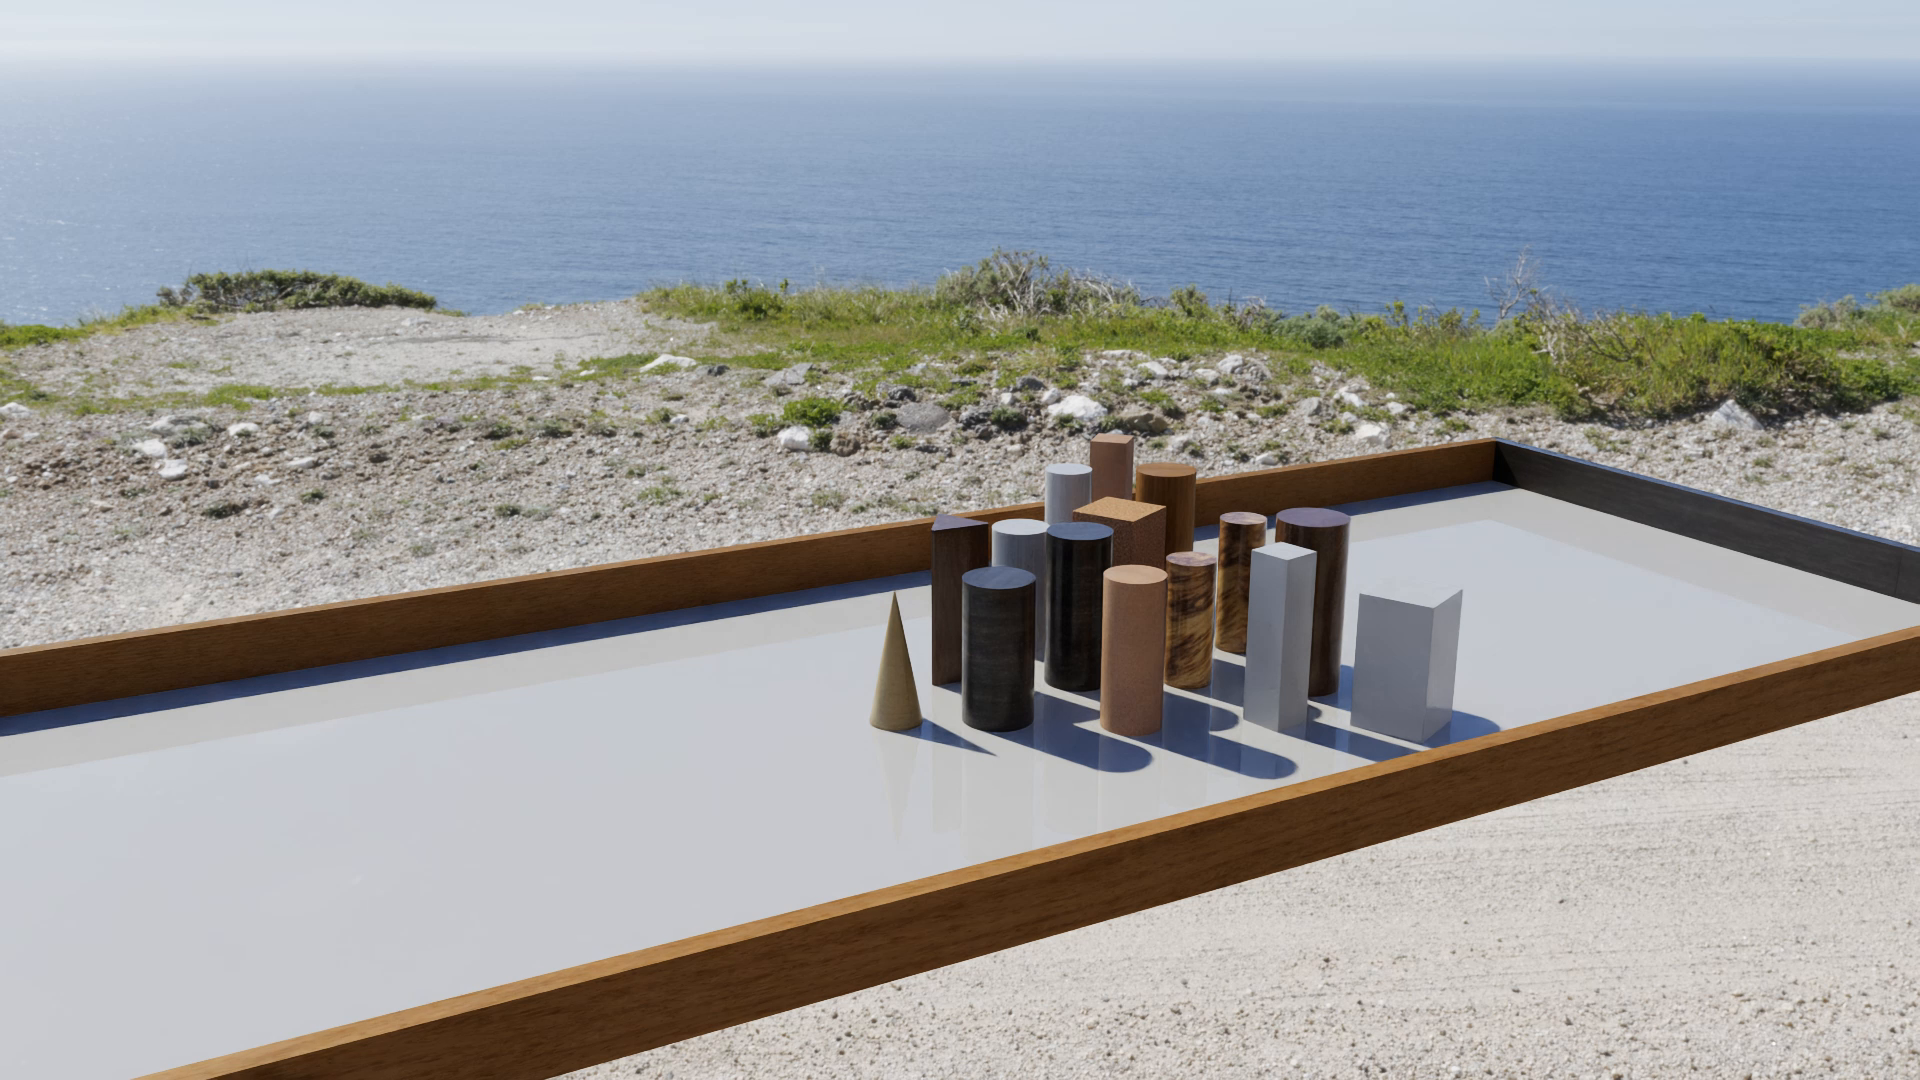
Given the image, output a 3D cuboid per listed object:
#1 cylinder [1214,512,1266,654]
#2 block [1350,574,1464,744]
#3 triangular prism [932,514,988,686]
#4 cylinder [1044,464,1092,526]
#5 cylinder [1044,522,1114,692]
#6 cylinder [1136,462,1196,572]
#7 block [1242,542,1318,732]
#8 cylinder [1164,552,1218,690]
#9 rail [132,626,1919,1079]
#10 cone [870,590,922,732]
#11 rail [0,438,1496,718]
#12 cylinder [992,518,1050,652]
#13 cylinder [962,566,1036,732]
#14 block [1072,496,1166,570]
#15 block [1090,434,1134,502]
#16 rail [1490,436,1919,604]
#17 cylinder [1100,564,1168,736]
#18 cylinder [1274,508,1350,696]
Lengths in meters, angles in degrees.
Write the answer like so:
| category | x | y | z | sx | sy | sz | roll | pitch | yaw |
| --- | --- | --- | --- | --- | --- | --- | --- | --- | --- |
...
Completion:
| category | x | y | z | sx | sy | sz | roll | pitch | yaw |
| --- | --- | --- | --- | --- | --- | --- | --- | --- | --- |
| cylinder | 0.738 | 0.112 | 4.346 | 0.121 | 0.353 | 0.121 | 0 | 16 | 0 |
| block | 1.040 | 0.274 | 3.845 | 0.177 | 0.326 | 0.177 | 12 | 20 | 35 |
| triangular prism | -0.025 | 0.144 | 4.148 | 0.151 | 0.404 | 0.131 | -7 | 18 | -23 |
| cylinder | 0.298 | 0.007 | 4.582 | 0.129 | 0.422 | 0.129 | 0 | 16 | 0 |
| cylinder | 0.294 | 0.165 | 4.101 | 0.165 | 0.391 | 0.165 | 0 | 16 | 0 |
| cylinder | 0.567 | 0.006 | 4.593 | 0.165 | 0.417 | 0.165 | 0 | 16 | 0 |
| block | 0.744 | 0.226 | 3.844 | 0.105 | 0.419 | 0.105 | -13 | 21 | -38 |
| cylinder | 0.570 | 0.200 | 4.107 | 0.125 | 0.320 | 0.125 | 0 | 16 | 0 |
| rail | -2.336 | 1.006 | 1.665 | 12.000 | 0.150 | 0.050 | -9 | 18 | -27 |
| cone | -0.151 | 0.268 | 3.854 | 0.128 | 0.331 | 0.128 | 0 | 16 | 0 |
| rail | -3.305 | 0.497 | 3.399 | 12.000 | 0.150 | 0.050 | -9 | 18 | -27 |
| cylinder | 0.161 | 0.120 | 4.374 | 0.154 | 0.323 | 0.154 | 0 | 16 | 0 |
| cylinder | 0.090 | 0.255 | 3.866 | 0.171 | 0.350 | 0.171 | 0 | 16 | 0 |
| block | 0.415 | 0.101 | 4.335 | 0.178 | 0.381 | 0.178 | 11 | 20 | 33 |
| block | 0.438 | -0.075 | 4.807 | 0.105 | 0.453 | 0.105 | 5 | 17 | 17 |
| rail | 2.466 | -0.048 | 5.253 | 0.050 | 0.150 | 2.100 | -9 | 18 | -27 |
| cylinder | 0.402 | 0.256 | 3.830 | 0.147 | 0.369 | 0.147 | 0 | 16 | 0 |
| cylinder | 0.859 | 0.152 | 4.069 | 0.178 | 0.433 | 0.178 | 0 | 16 | 0 |
